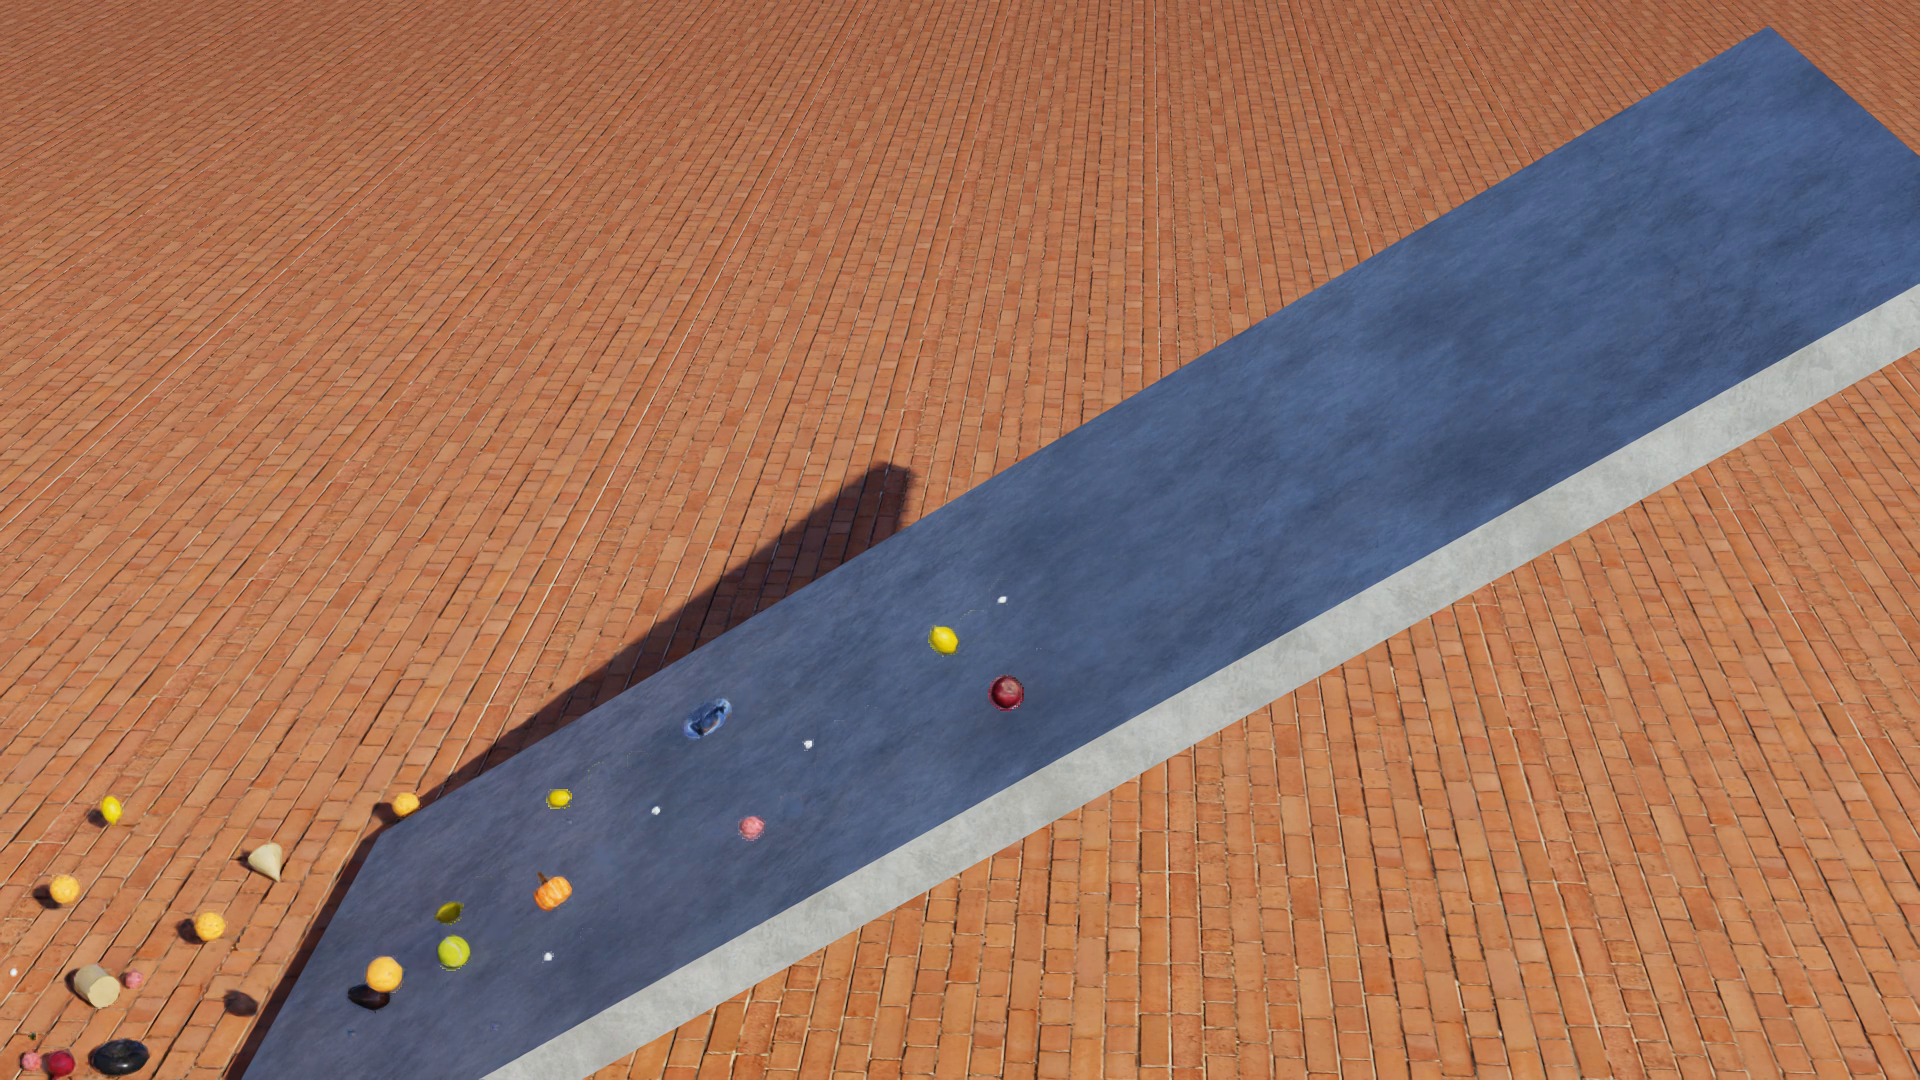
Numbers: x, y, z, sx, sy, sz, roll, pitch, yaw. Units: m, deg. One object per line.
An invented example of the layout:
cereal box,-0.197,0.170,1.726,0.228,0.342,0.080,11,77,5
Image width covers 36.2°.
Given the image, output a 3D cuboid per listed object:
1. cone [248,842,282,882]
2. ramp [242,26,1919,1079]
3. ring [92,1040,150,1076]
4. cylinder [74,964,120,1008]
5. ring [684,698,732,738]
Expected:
cone,-1.779,0.852,7.611,0.096,0.096,0.096,-13,47,-32
ramp,0.141,0.169,6.292,4.000,0.100,2.000,-30,15,13
ring,-1.914,1.181,6.711,0.125,0.042,0.125,1,20,0
cylinder,-2.052,1.059,6.989,0.080,0.080,0.080,-17,26,-39
ring,-0.581,0.411,6.766,0.126,0.042,0.126,-30,16,10
